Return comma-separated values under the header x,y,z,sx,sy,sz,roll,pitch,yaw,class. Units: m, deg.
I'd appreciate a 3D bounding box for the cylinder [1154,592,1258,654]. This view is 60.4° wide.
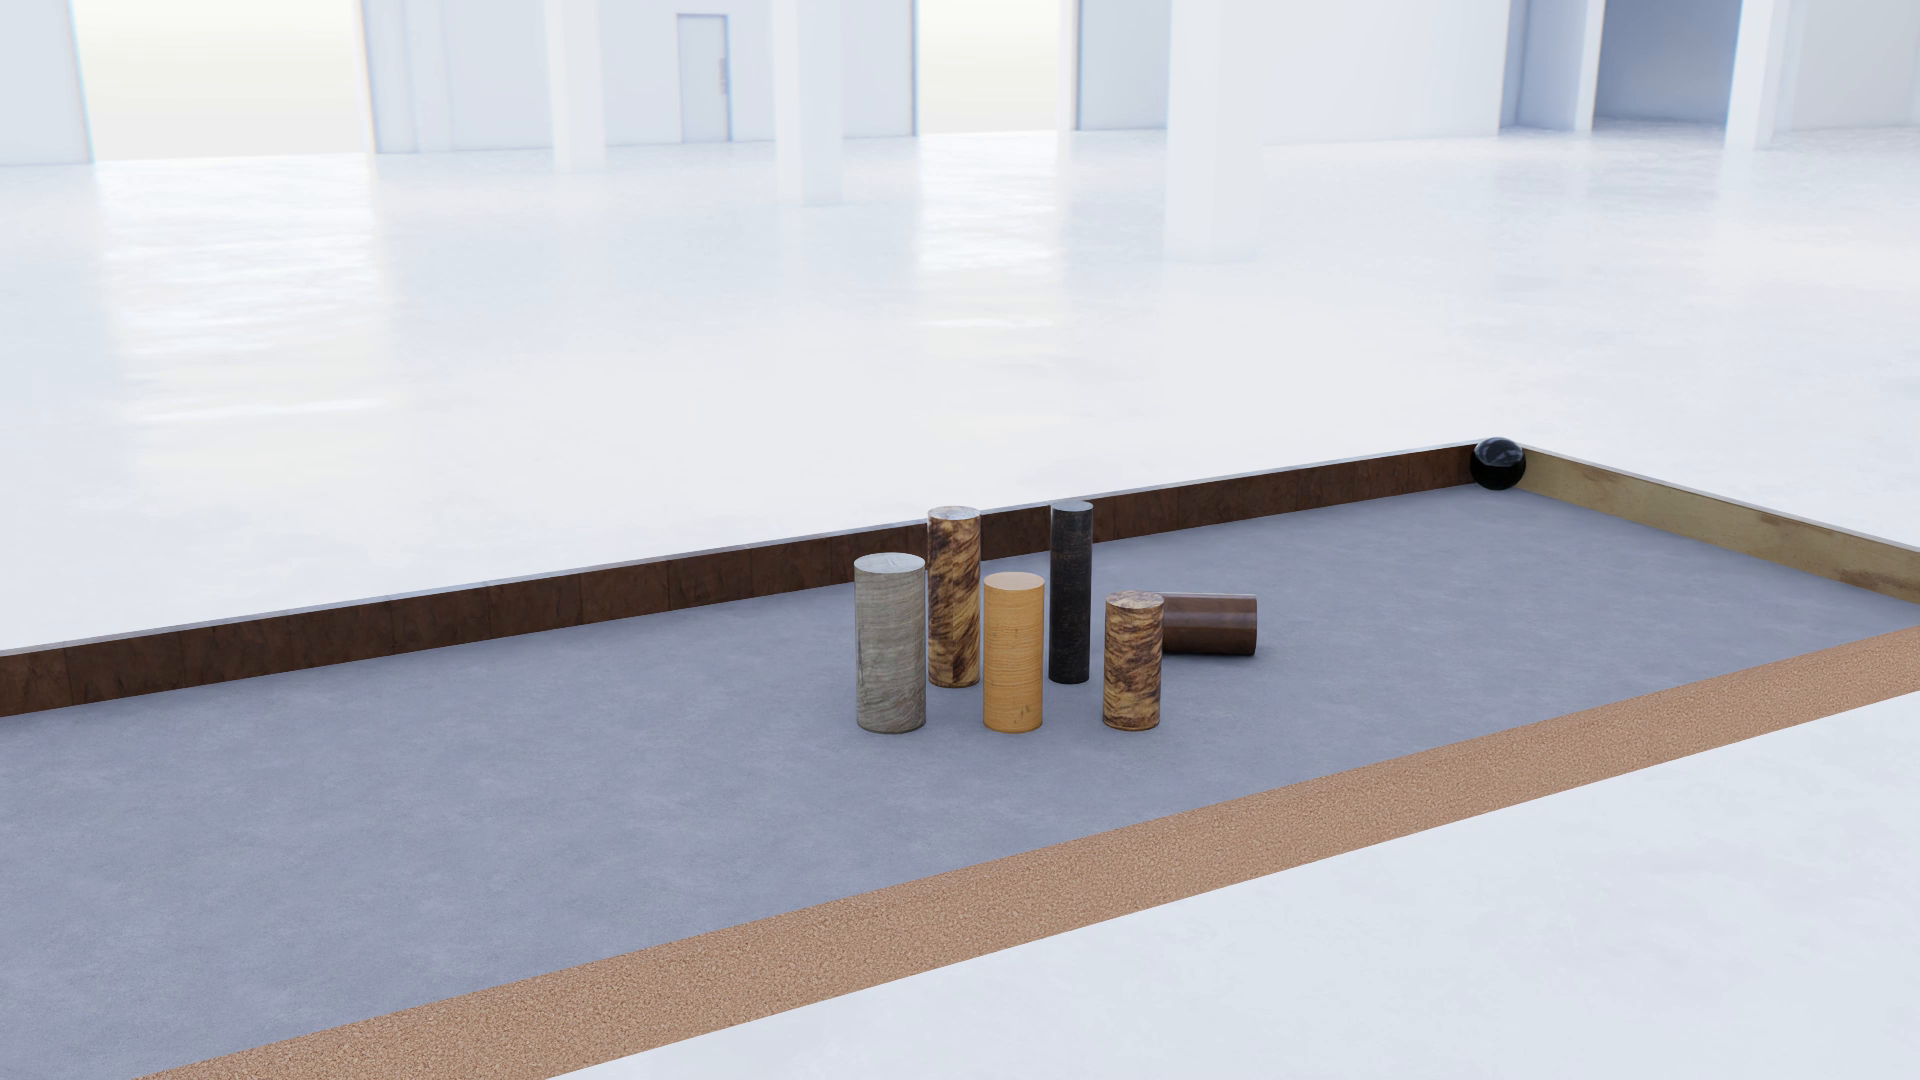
x,y,z,sx,sy,sz,roll,pitch,yaw,class
0.601,0.217,4.335,0.340,0.159,0.159,1,16,5,cylinder

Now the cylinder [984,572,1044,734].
x,y,z,sx,sy,sz,roll,pitch,yaw,class
0.125,0.262,3.843,0.140,0.350,0.140,0,16,0,cylinder

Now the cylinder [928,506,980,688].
x,y,z,sx,sy,sz,roll,pitch,yaw,class
-0.015,0.142,4.100,0.131,0.436,0.131,0,16,0,cylinder

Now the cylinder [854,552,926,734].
x,y,z,sx,sy,sz,roll,pitch,yaw,class
-0.162,0.240,3.844,0.163,0.391,0.163,0,16,0,cylinder

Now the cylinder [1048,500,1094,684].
x,y,z,sx,sy,sz,roll,pitch,yaw,class
0.275,0.131,4.111,0.104,0.449,0.104,0,16,0,cylinder

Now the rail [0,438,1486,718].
x,y,z,sx,sy,sz,roll,pitch,yaw,class
-3.305,0.497,3.399,12.000,0.150,0.050,-9,18,-27,rail

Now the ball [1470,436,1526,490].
x,y,z,sx,sy,sz,roll,pitch,yaw,class
1.937,-0.275,5.944,0.196,0.196,0.196,0,16,0,ball

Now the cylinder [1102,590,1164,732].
x,y,z,sx,sy,sz,roll,pitch,yaw,class
0.405,0.282,3.859,0.134,0.302,0.134,0,16,0,cylinder

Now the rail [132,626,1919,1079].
x,y,z,sx,sy,sz,roll,pitch,yaw,class
-2.336,1.006,1.665,12.000,0.150,0.050,-9,18,-27,rail

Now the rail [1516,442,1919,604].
x,y,z,sx,sy,sz,roll,pitch,yaw,class
2.466,-0.048,5.253,0.050,0.150,2.100,-9,18,-27,rail
